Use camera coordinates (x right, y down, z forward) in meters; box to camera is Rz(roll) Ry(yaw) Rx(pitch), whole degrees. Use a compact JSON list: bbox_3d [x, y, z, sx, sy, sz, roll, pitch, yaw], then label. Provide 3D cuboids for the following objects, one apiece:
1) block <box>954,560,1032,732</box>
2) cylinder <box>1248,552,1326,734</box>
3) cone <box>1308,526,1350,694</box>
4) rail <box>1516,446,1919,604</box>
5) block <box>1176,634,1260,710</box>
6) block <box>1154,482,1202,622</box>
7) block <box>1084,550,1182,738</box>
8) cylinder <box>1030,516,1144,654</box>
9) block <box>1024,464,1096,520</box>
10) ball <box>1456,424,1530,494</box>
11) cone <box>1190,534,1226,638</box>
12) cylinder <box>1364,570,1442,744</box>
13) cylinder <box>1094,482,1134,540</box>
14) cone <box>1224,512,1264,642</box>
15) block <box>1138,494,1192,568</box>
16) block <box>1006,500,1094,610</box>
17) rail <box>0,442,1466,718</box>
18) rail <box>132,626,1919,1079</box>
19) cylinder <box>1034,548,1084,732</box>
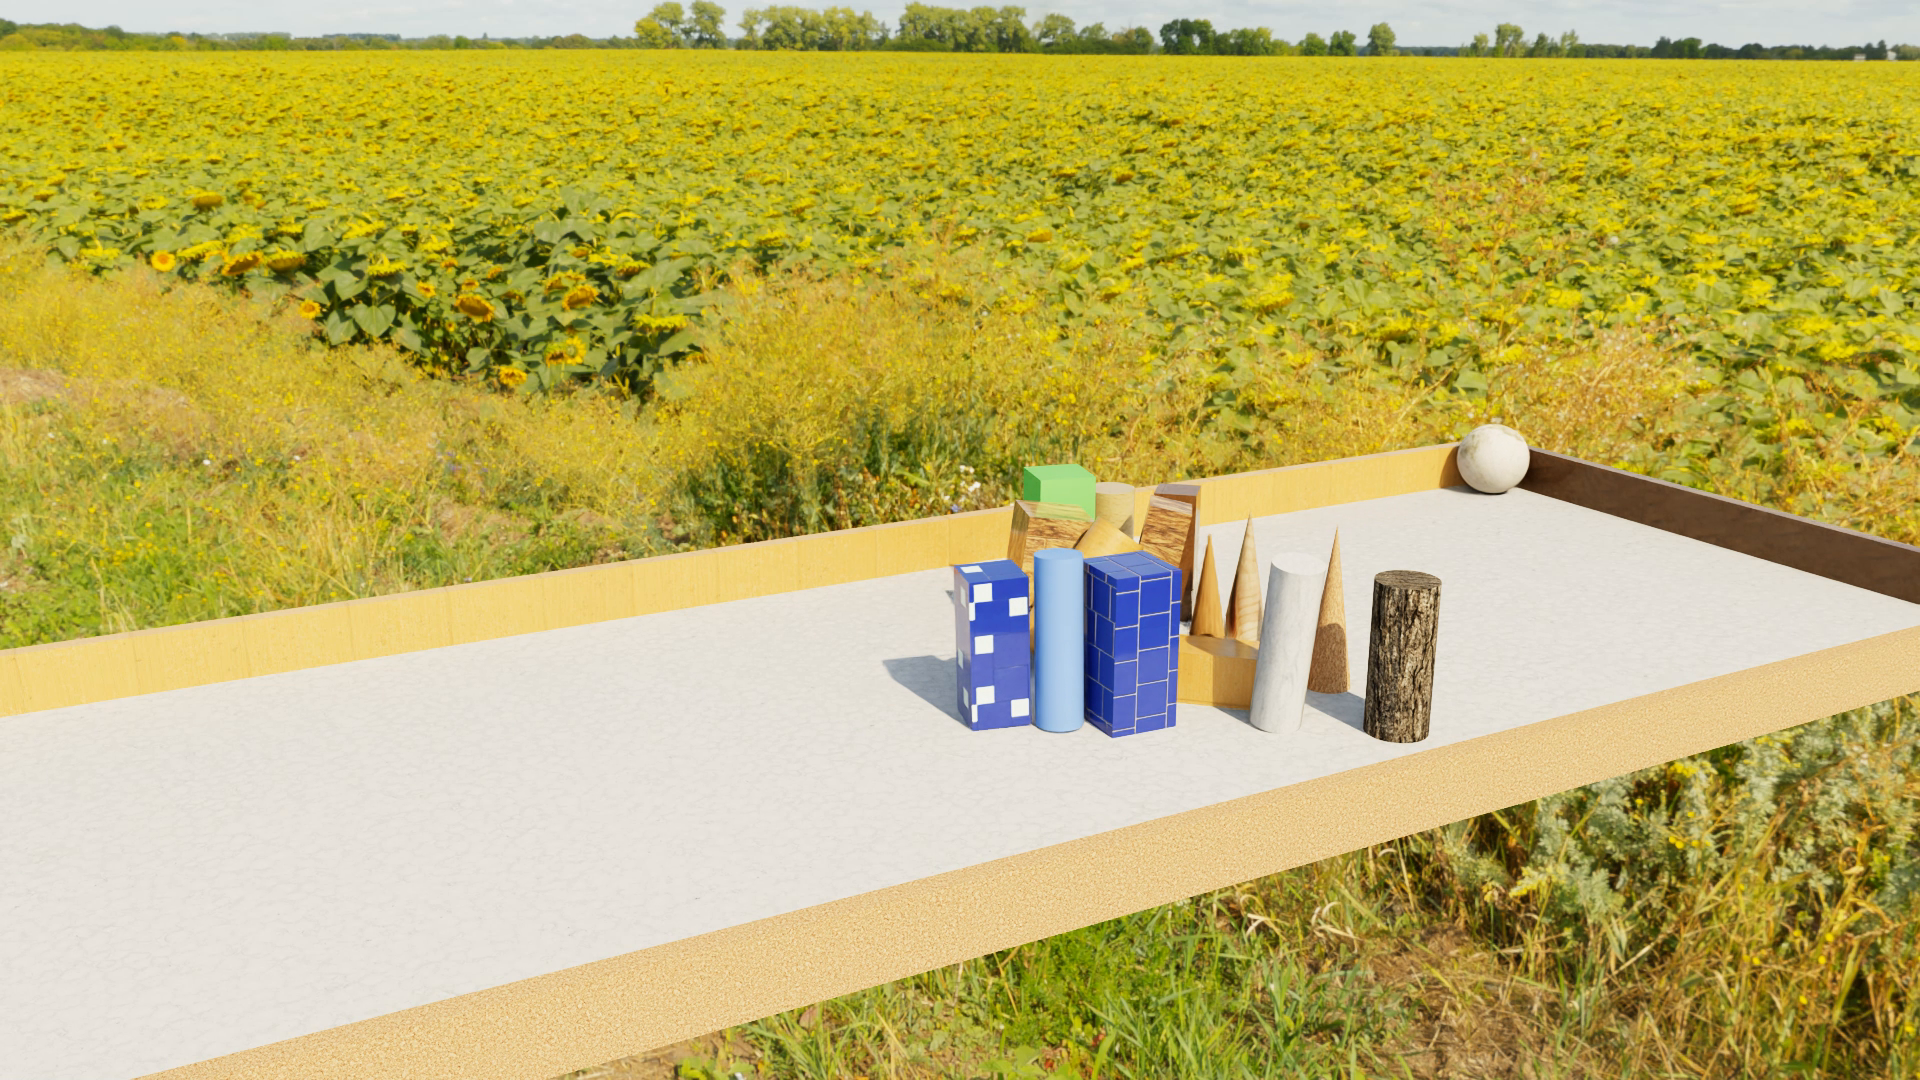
[{"bbox_3d":[0.076,0.246,3.868,0.142,0.363,0.142,-6,17,-13],"label":"block"},{"bbox_3d":[0.753,0.238,3.800,0.122,0.407,0.122,3,24,-1],"label":"cylinder"},{"bbox_3d":[0.917,0.161,4.062,0.116,0.420,0.116,0,16,0],"label":"cone"},{"bbox_3d":[2.466,-0.048,5.253,0.050,0.150,2.100,-9,18,-27],"label":"rail"},{"bbox_3d":[0.571,0.317,4.044,0.432,0.130,0.130,5,17,15],"label":"block"},{"bbox_3d":[0.600,0.034,4.595,0.117,0.363,0.117,4,17,14],"label":"block"},{"bbox_3d":[0.392,0.241,3.853,0.171,0.385,0.171,-7,18,-24],"label":"block"},{"bbox_3d":[0.302,0.133,4.212,0.144,0.378,0.144,35,3,-2],"label":"cylinder"},{"bbox_3d":[0.274,0.007,4.608,0.158,0.407,0.158,-4,17,-14],"label":"block"},{"bbox_3d":[1.909,-0.292,5.906,0.249,0.249,0.249,0,16,0],"label":"ball"},{"bbox_3d":[0.623,0.155,4.145,0.124,0.378,0.124,0,14,0],"label":"cone"},{"bbox_3d":[1.015,0.267,3.791,0.149,0.369,0.149,0,16,0],"label":"cylinder"},{"bbox_3d":[0.437,-0.004,4.825,0.141,0.306,0.141,0,16,0],"label":"cylinder"},{"bbox_3d":[0.752,0.103,4.323,0.133,0.383,0.133,0,16,0],"label":"cone"},{"bbox_3d":[0.505,0.093,4.314,0.110,0.394,0.110,13,18,4],"label":"block"},{"bbox_3d":[0.228,0.089,4.396,0.179,0.347,0.179,5,15,-12],"label":"block"},{"bbox_3d":[-3.305,0.497,3.399,12.000,0.150,0.050,-9,18,-27],"label":"rail"},{"bbox_3d":[-2.336,1.006,1.665,12.000,0.150,0.050,-9,18,-27],"label":"rail"},{"bbox_3d":[0.230,0.231,3.830,0.114,0.410,0.114,-1,13,0],"label":"cylinder"}]
